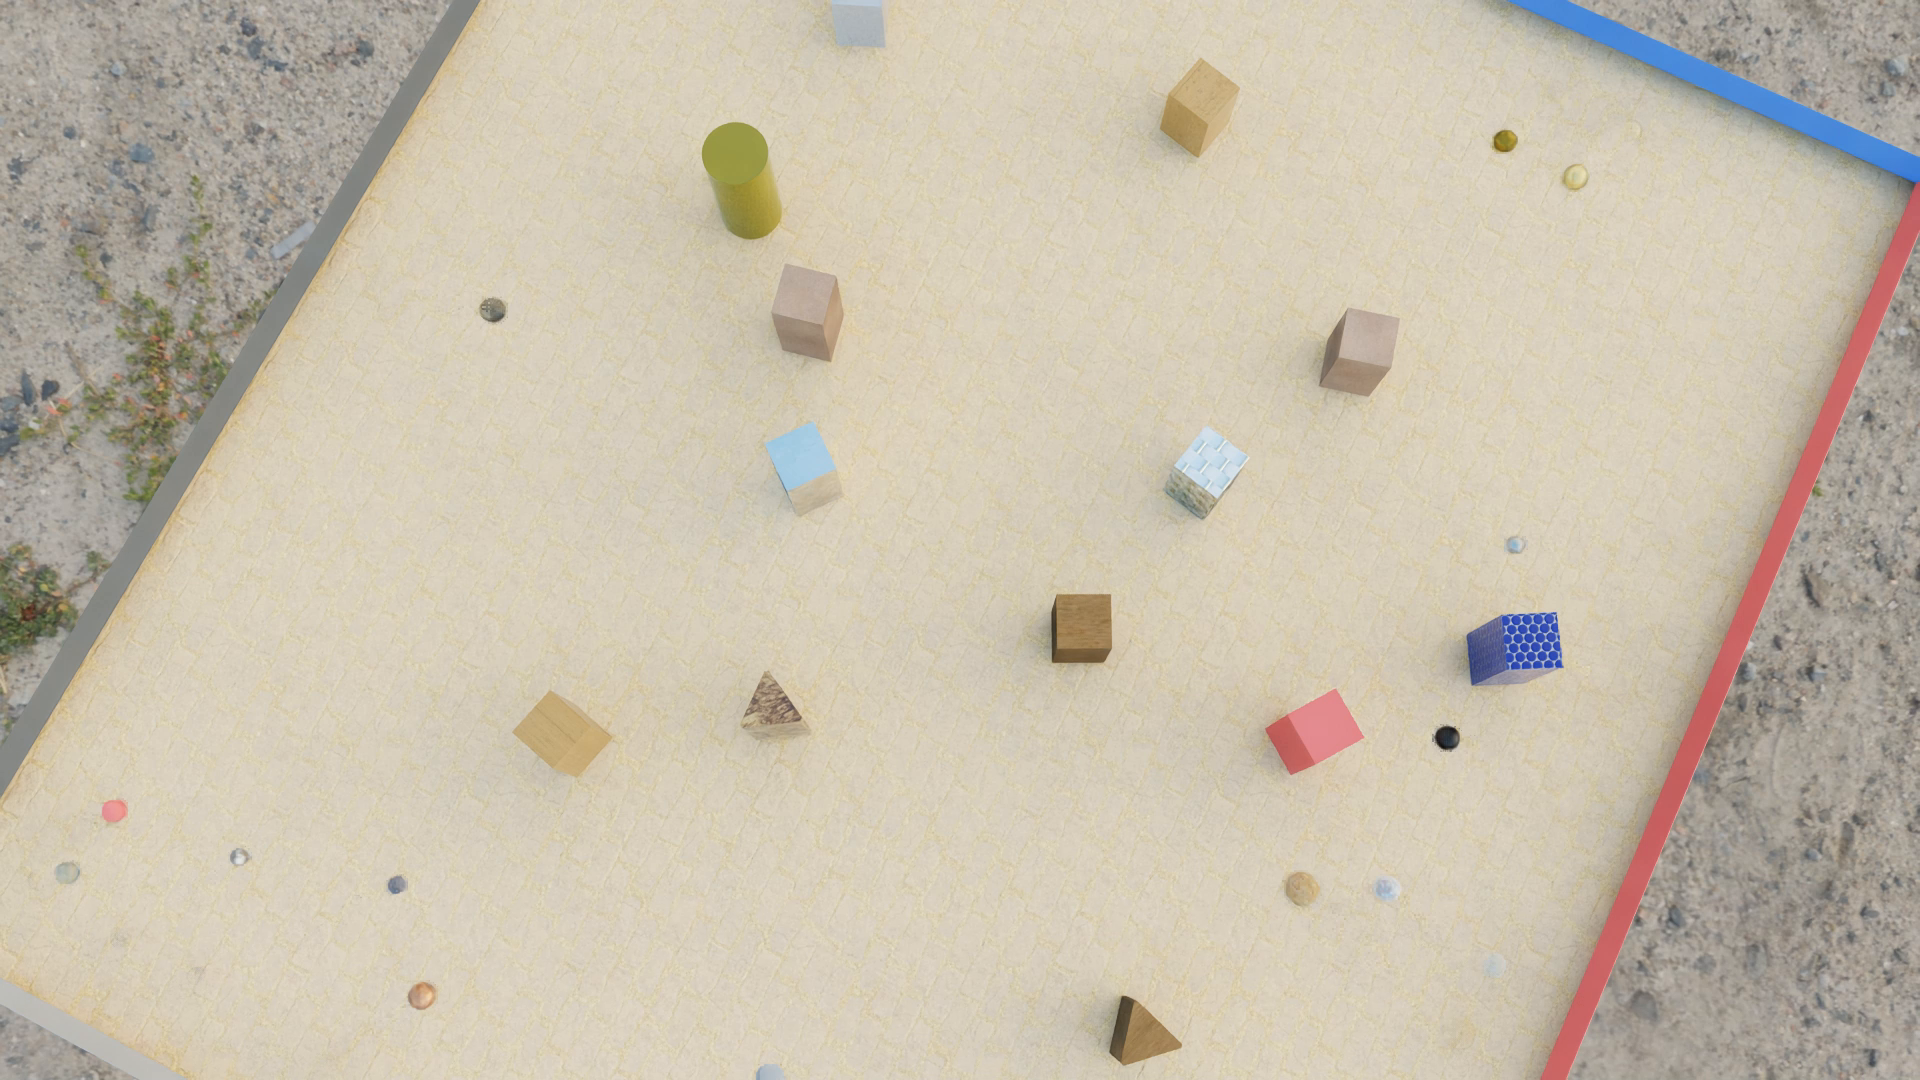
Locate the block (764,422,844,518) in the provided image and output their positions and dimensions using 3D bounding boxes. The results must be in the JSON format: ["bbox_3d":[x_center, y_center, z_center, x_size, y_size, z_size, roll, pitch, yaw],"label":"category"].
[{"bbox_3d":[-0.462,-0.208,5.479,0.157,0.353,0.157,-25,79,-5],"label":"block"}]

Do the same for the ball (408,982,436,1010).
[{"bbox_3d":[-1.556,1.320,5.303,0.079,0.079,0.079,0,78,0],"label":"ball"}]

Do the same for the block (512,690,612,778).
[{"bbox_3d":[-1.152,0.567,5.329,0.157,0.334,0.157,40,81,8],"label":"block"}]

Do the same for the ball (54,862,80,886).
[{"bbox_3d":[-2.622,0.978,5.380,0.068,0.068,0.068,0,78,0],"label":"ball"}]

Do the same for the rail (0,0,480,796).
[{"bbox_3d":[-1.973,-0.959,5.749,0.045,0.128,4.865,26,80,5],"label":"rail"}]

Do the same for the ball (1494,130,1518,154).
[{"bbox_3d":[1.738,-1.272,5.842,0.075,0.075,0.075,0,78,0],"label":"ball"}]

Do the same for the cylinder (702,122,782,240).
[{"bbox_3d":[-0.663,-1.095,5.617,0.197,0.442,0.197,0,78,0],"label":"cylinder"}]

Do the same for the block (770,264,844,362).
[{"bbox_3d":[-0.460,-0.687,5.572,0.157,0.365,0.157,14,79,3],"label":"block"}]

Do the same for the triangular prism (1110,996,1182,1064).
[{"bbox_3d":[0.496,1.357,5.137,0.170,0.390,0.148,-16,79,-3],"label":"triangular prism"}]

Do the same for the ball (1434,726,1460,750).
[{"bbox_3d":[1.452,0.590,5.456,0.075,0.075,0.075,0,78,0],"label":"ball"}]

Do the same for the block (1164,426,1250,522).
[{"bbox_3d":[0.735,-0.197,5.497,0.157,0.315,0.157,38,81,7],"label":"block"}]

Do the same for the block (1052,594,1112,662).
[{"bbox_3d":[0.356,0.264,5.408,0.157,0.301,0.157,0,78,0],"label":"block"}]

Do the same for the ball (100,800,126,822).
[{"bbox_3d":[-2.501,0.801,5.415,0.069,0.069,0.069,0,78,0],"label":"ball"}]

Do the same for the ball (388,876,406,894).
[{"bbox_3d":[-1.653,1.013,5.380,0.052,0.052,0.052,0,78,0],"label":"ball"}]

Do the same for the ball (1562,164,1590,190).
[{"bbox_3d":[1.955,-1.151,5.814,0.080,0.080,0.080,0,78,0],"label":"ball"}]

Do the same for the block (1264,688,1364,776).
[{"bbox_3d":[1.020,0.559,5.301,0.157,0.391,0.157,-28,80,-5],"label":"block"}]

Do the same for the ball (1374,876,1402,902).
[{"bbox_3d":[1.253,1.022,5.366,0.076,0.076,0.076,0,78,0],"label":"ball"}]

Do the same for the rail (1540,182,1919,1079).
[{"bbox_3d":[1.973,0.973,5.349,0.045,0.128,4.865,26,80,5],"label":"rail"}]

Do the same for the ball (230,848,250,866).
[{"bbox_3d":[-2.121,0.934,5.396,0.053,0.053,0.053,0,78,0],"label":"ball"}]

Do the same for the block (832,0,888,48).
[{"bbox_3d":[-0.315,-1.707,5.831,0.157,0.273,0.157,4,78,1],"label":"block"}]

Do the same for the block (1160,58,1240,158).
[{"bbox_3d":[0.753,-1.356,5.765,0.157,0.258,0.157,39,81,7],"label":"block"}]

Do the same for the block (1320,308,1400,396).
[{"bbox_3d":[1.213,-0.569,5.577,0.157,0.307,0.157,12,79,2],"label":"block"}]

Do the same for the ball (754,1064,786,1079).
[{"bbox_3d":[-0.544,1.545,5.253,0.086,0.086,0.086,0,78,0],"label":"ball"}]

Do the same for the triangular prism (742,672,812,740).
[{"bbox_3d":[-0.536,0.478,5.320,0.170,0.386,0.148,-6,78,-1],"label":"triangular prism"}]

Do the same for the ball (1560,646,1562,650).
[{"bbox_3d":[1.768,0.339,5.505,0.081,0.081,0.081,0,78,0],"label":"ball"}]

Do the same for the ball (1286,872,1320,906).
[{"bbox_3d":[1.000,1.021,5.355,0.098,0.098,0.098,0,78,0],"label":"ball"}]

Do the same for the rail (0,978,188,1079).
[{"bbox_3d":[-1.077,2.117,5.112,4.458,0.128,0.045,26,80,5],"label":"rail"}]

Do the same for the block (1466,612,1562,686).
[{"bbox_3d":[1.618,0.322,5.362,0.157,0.368,0.157,-3,78,-1],"label":"block"}]

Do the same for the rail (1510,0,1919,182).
[{"bbox_3d":[1.077,-2.103,5.986,4.458,0.128,0.045,26,80,5],"label":"rail"}]

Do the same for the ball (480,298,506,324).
[{"bbox_3d":[-1.458,-0.718,5.724,0.081,0.081,0.081,0,78,0],"label":"ball"}]

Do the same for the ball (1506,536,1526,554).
[{"bbox_3d":[1.693,0.016,5.584,0.058,0.058,0.058,0,78,0],"label":"ball"}]
